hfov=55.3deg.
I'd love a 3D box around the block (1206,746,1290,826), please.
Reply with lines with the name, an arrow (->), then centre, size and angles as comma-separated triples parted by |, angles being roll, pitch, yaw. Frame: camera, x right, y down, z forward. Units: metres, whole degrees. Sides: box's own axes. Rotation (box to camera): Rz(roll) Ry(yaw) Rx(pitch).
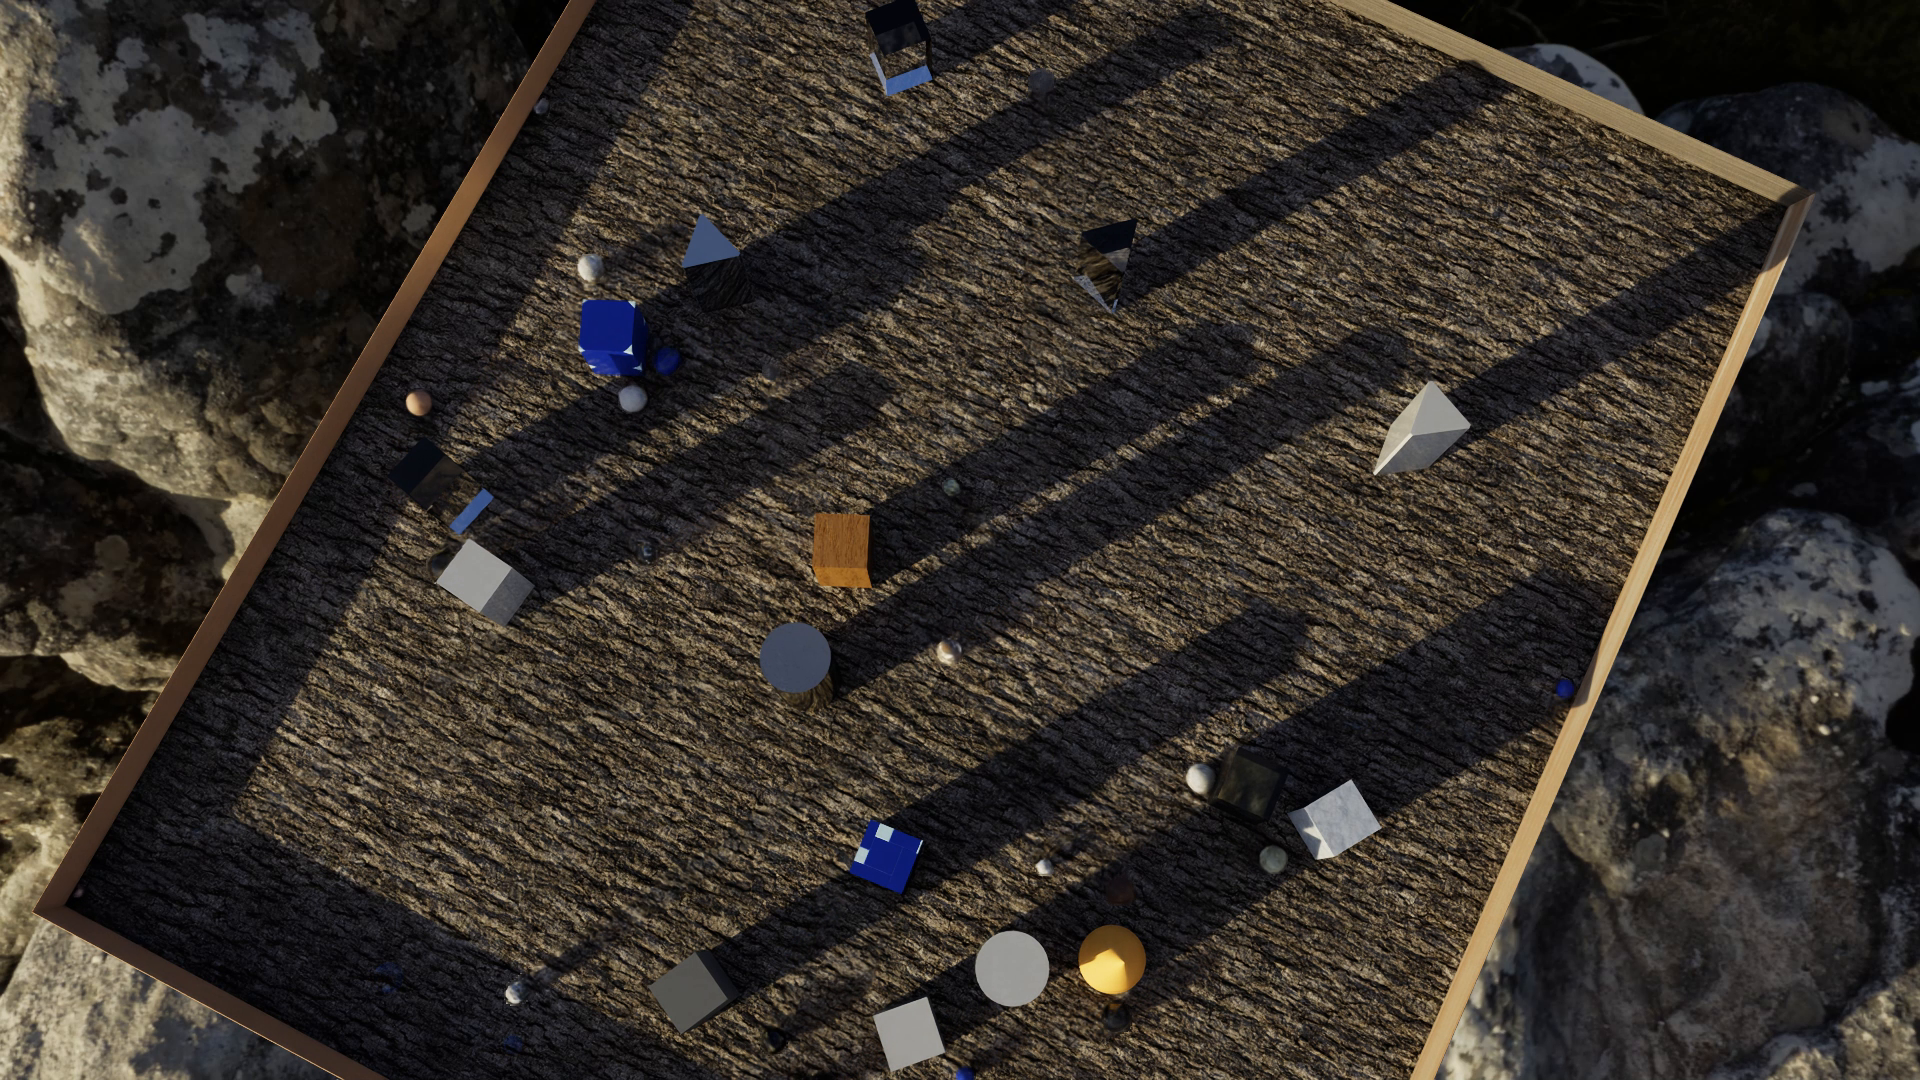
block -> 0.835, 0.718, 5.334 | 0.158, 0.263, 0.158 | 24, 79, 5

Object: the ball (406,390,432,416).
ball -> -1.671, -0.423, 5.664 | 0.079, 0.079, 0.079 | 0, 78, 0

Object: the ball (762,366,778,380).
ball -> -0.589, -0.518, 5.700 | 0.047, 0.047, 0.047 | 0, 78, 0

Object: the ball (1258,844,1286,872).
ball -> 0.918, 0.935, 5.382 | 0.080, 0.080, 0.080 | 0, 78, 0

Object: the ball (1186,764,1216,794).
ball -> 0.714, 0.706, 5.426 | 0.087, 0.087, 0.087 | 0, 78, 0

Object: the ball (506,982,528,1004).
ball -> -1.286, 1.313, 5.313 | 0.061, 0.061, 0.061 | 0, 78, 0

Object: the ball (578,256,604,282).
ball -> -1.159, -0.853, 5.752 | 0.081, 0.081, 0.081 | 0, 78, 0

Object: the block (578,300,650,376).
block -> -1.058, -0.617, 5.615 | 0.158, 0.253, 0.158 | 2, 78, 0

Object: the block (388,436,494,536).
block -> -1.545, -0.158, 5.468 | 0.158, 0.355, 0.158 | 39, 81, 7

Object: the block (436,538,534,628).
block -> -1.405, 0.131, 5.442 | 0.158, 0.290, 0.158 | 33, 80, 6

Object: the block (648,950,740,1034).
block -> -0.750, 1.280, 5.200 | 0.158, 0.296, 0.158 | -36, 81, -7

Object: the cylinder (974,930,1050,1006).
cylinder -> 0.140, 1.192, 5.127 | 0.197, 0.476, 0.197 | 0, 78, 0

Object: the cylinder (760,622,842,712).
cylinder -> -0.456, 0.373, 5.302 | 0.197, 0.466, 0.197 | 0, 78, 0

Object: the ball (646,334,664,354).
ball -> -0.950, -0.611, 5.714 | 0.057, 0.057, 0.057 | 0, 78, 0

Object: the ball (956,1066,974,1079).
ball -> 0.015, 1.540, 5.271 | 0.052, 0.052, 0.052 | 0, 78, 0

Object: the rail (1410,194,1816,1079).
rail -> 1.674, 0.827, 5.379 | 0.045, 0.128, 4.352 | 26, 80, 5

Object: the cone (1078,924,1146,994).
cone -> 0.446, 1.186, 5.167 | 0.197, 0.400, 0.197 | 0, 78, 0

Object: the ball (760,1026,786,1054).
ball -> -0.538, 1.441, 5.280 | 0.074, 0.074, 0.074 | 0, 78, 0

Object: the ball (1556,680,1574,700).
ball -> 1.814, 0.449, 5.495 | 0.055, 0.055, 0.055 | 0, 78, 0

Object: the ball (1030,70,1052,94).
ball -> 0.261, -1.470, 5.884 | 0.073, 0.073, 0.073 | 0, 78, 0

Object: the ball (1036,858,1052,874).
ball -> 0.248, 0.961, 5.394 | 0.046, 0.046, 0.046 | 0, 78, 0

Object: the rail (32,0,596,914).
rail -> -1.674, -0.813, 5.718 | 0.045, 0.128, 4.352 | 26, 80, 5

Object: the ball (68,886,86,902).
ball -> -2.591, 1.041, 5.378 | 0.045, 0.045, 0.045 | 0, 78, 0

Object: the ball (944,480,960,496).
ball -> -0.025, -0.160, 5.624 | 0.051, 0.051, 0.051 | 0, 78, 0

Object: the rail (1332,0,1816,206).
rail -> 0.962, -1.878, 5.939 | 3.791, 0.128, 0.045 | 26, 80, 5

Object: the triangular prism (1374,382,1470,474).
triangular prism -> 1.353, -0.334, 5.444 | 0.171, 0.474, 0.148 | -8, 78, -2

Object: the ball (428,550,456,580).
ball -> -1.560, 0.082, 5.549 | 0.099, 0.099, 0.099 | 0, 78, 0

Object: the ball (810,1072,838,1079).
ball -> -0.391, 1.570, 5.243 | 0.094, 0.094, 0.094 | 0, 78, 0

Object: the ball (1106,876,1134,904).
ball -> 0.468, 1.025, 5.362 | 0.083, 0.083, 0.083 | 0, 78, 0

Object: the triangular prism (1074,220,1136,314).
triangular prism -> 0.472, -0.861, 5.601 | 0.171, 0.379, 0.148 | 44, 82, 8

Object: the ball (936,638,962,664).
ball -> -0.034, 0.334, 5.508 | 0.077, 0.077, 0.077 | 0, 78, 0

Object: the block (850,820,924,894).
block -> -0.207, 0.915, 5.269 | 0.158, 0.309, 0.158 | 21, 79, 4

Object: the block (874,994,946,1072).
block -> -0.141, 1.391, 5.190 | 0.158, 0.272, 0.158 | -19, 79, -4

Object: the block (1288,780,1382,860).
block -> 1.080, 0.812, 5.305 | 0.158, 0.282, 0.158 | -30, 80, -6

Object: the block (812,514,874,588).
block -> -0.344, 0.034, 5.450 | 0.158, 0.313, 0.158 | 2, 78, 0

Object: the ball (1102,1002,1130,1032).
ball -> 0.449, 1.378, 5.289 | 0.083, 0.083, 0.083 | 0, 78, 0

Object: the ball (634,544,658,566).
ball -> -0.956, 0.045, 5.572 | 0.069, 0.069, 0.069 | 0, 78, 0

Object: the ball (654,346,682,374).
ball -> -0.908, -0.559, 5.690 | 0.084, 0.084, 0.084 | 0, 78, 0

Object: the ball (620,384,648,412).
ball -> -1.009, -0.438, 5.664 | 0.085, 0.085, 0.085 | 0, 78, 0

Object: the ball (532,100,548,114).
ball -> -1.347, -1.389, 5.880 | 0.048, 0.048, 0.048 | 0, 78, 0

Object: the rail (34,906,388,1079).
rail -> -0.962, 1.892, 5.158 | 3.791, 0.128, 0.045 | 26, 80, 5

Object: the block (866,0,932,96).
block -> -0.191, -1.560, 5.796 | 0.158, 0.282, 0.158 | -21, 79, -4

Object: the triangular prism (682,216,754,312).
triangular prism -> -0.745, -0.847, 5.582 | 0.171, 0.411, 0.148 | -13, 79, -3
